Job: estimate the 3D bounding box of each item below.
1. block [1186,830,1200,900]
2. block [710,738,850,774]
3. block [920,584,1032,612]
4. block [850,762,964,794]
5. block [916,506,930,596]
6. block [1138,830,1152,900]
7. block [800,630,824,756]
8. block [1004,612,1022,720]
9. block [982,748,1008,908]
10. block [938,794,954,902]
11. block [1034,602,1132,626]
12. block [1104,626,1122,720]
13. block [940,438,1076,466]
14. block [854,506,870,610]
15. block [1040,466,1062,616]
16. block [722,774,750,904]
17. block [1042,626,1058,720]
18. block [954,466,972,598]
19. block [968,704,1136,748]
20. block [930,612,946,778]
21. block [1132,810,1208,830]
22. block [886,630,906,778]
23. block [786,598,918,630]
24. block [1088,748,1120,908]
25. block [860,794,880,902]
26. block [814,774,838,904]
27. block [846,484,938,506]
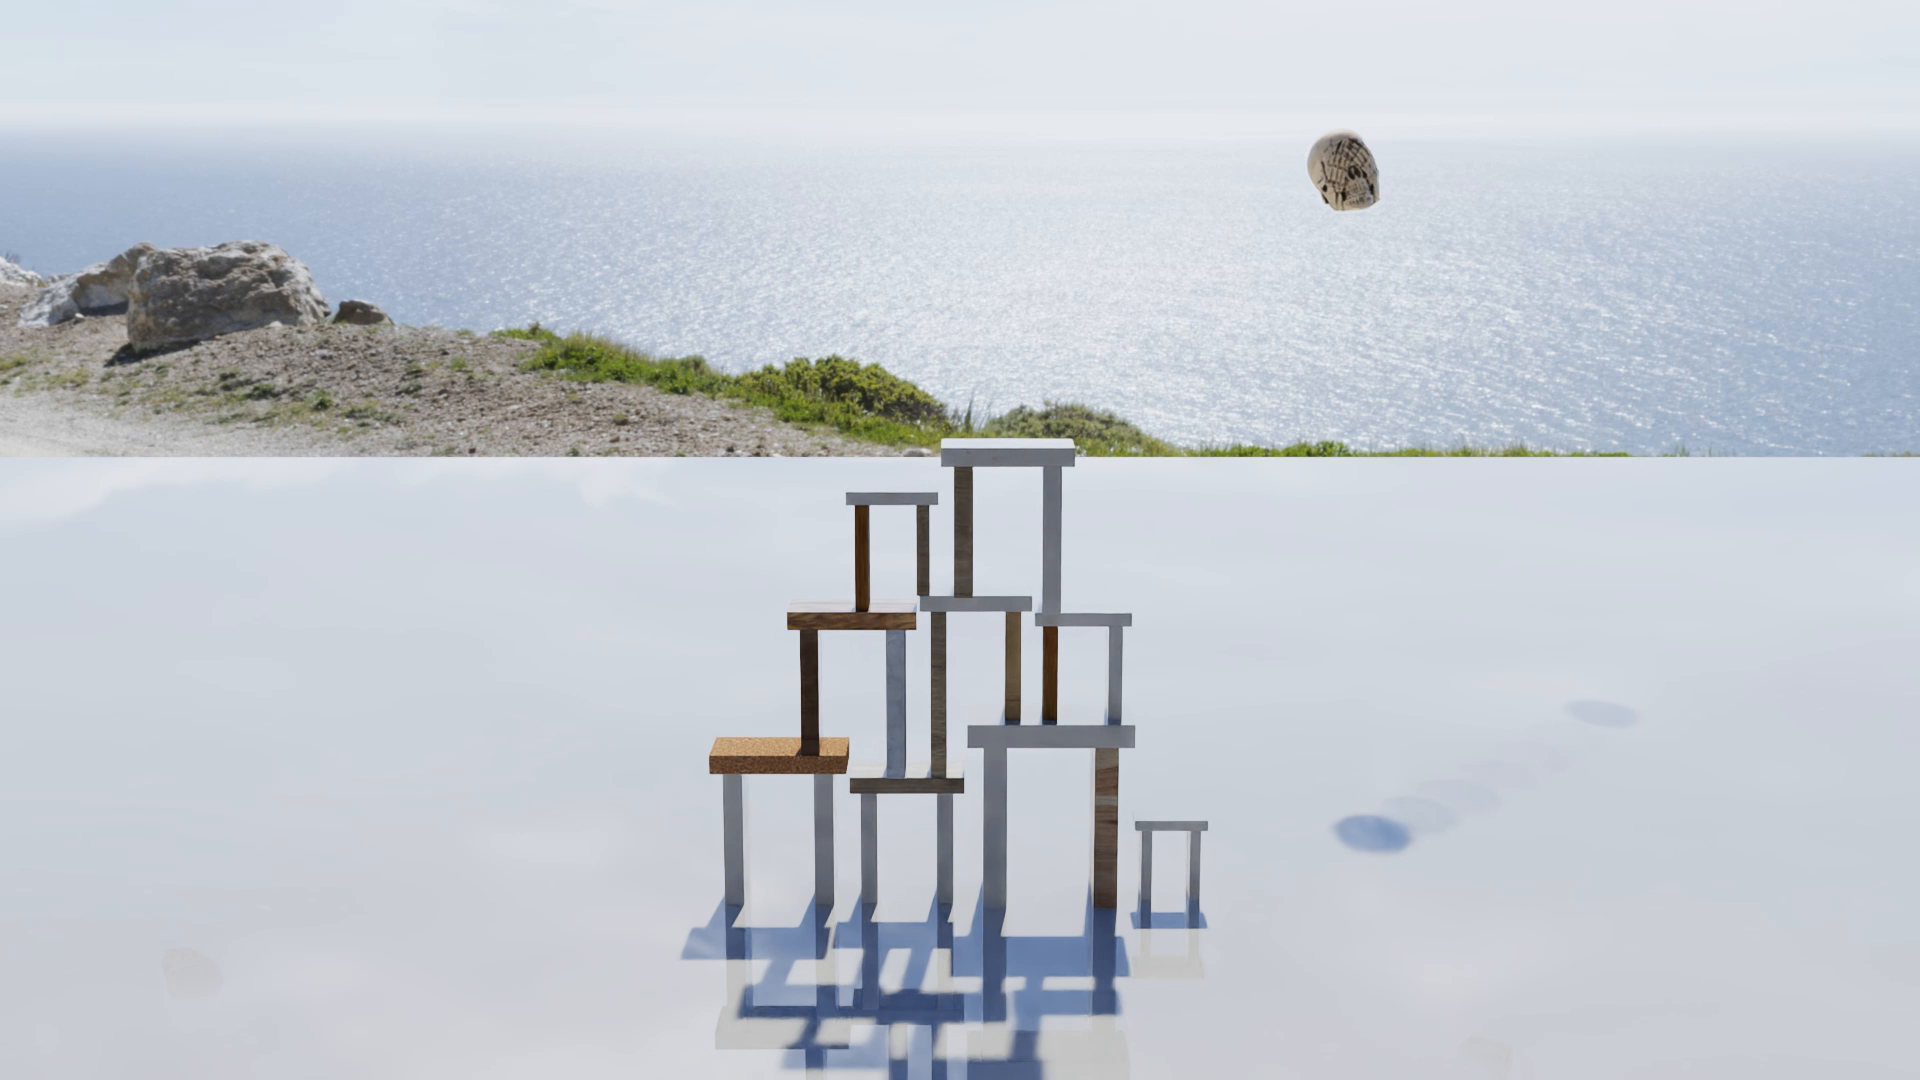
[{"bbox_3d":[0.388,0.532,3.655,0.017,0.120,0.060,0,11,0],"label":"block"},{"bbox_3d":[-0.296,0.355,3.628,0.222,0.031,0.111,0,11,0],"label":"block"},{"bbox_3d":[0.026,0.095,3.582,0.181,0.026,0.090,0,11,0],"label":"block"},{"bbox_3d":[-0.087,0.393,3.634,0.187,0.027,0.094,0,11,0],"label":"block"},{"bbox_3d":[-0.059,0.010,3.562,0.021,0.148,0.074,0,11,0],"label":"block"},{"bbox_3d":[0.308,0.532,3.655,0.017,0.120,0.060,0,11,0],"label":"block"},{"bbox_3d":[-0.243,0.238,3.606,0.029,0.208,0.104,0,11,0],"label":"block"},{"bbox_3d":[0.086,0.196,3.601,0.026,0.181,0.090,0,11,0],"label":"block"},{"bbox_3d":[0.057,0.457,3.643,0.038,0.271,0.135,0,11,0],"label":"block"},{"bbox_3d":[-0.024,0.498,3.654,0.027,0.187,0.094,0,11,0],"label":"block"},{"bbox_3d":[0.199,0.121,3.580,0.157,0.022,0.078,0,11,0],"label":"block"},{"bbox_3d":[0.252,0.209,3.597,0.022,0.157,0.078,0,11,0],"label":"block"},{"bbox_3d":[0.076,-0.140,3.531,0.212,0.030,0.106,0,11,0],"label":"block"},{"bbox_3d":[-0.158,0.022,3.564,0.021,0.172,0.074,0,11,0],"label":"block"},{"bbox_3d":[0.147,-0.007,3.555,0.030,0.240,0.106,0,11,0],"label":"block"},{"bbox_3d":[-0.370,0.480,3.652,0.031,0.222,0.111,0,11,0],"label":"block"},{"bbox_3d":[0.147,0.209,3.597,0.022,0.157,0.078,0,11,0],"label":"block"},{"bbox_3d":[0.006,-0.021,3.553,0.030,0.212,0.106,0,11,0],"label":"block"},{"bbox_3d":[0.147,0.305,3.615,0.271,0.038,0.135,0,11,0],"label":"block"},{"bbox_3d":[-0.035,0.243,3.609,0.026,0.276,0.090,0,11,0],"label":"block"},{"bbox_3d":[0.348,0.464,3.643,0.120,0.017,0.060,0,11,0],"label":"block"},{"bbox_3d":[-0.104,0.258,3.609,0.029,0.248,0.104,0,11,0],"label":"block"},{"bbox_3d":[-0.174,0.121,3.584,0.208,0.029,0.104,0,11,0],"label":"block"},{"bbox_3d":[0.238,0.457,3.643,0.038,0.271,0.135,0,11,0],"label":"block"},{"bbox_3d":[-0.149,0.498,3.654,0.027,0.187,0.094,0,11,0],"label":"block"},{"bbox_3d":[-0.222,0.480,3.652,0.031,0.222,0.111,0,11,0],"label":"block"},{"bbox_3d":[-0.109,-0.073,3.547,0.148,0.021,0.074,0,11,0],"label":"block"}]
